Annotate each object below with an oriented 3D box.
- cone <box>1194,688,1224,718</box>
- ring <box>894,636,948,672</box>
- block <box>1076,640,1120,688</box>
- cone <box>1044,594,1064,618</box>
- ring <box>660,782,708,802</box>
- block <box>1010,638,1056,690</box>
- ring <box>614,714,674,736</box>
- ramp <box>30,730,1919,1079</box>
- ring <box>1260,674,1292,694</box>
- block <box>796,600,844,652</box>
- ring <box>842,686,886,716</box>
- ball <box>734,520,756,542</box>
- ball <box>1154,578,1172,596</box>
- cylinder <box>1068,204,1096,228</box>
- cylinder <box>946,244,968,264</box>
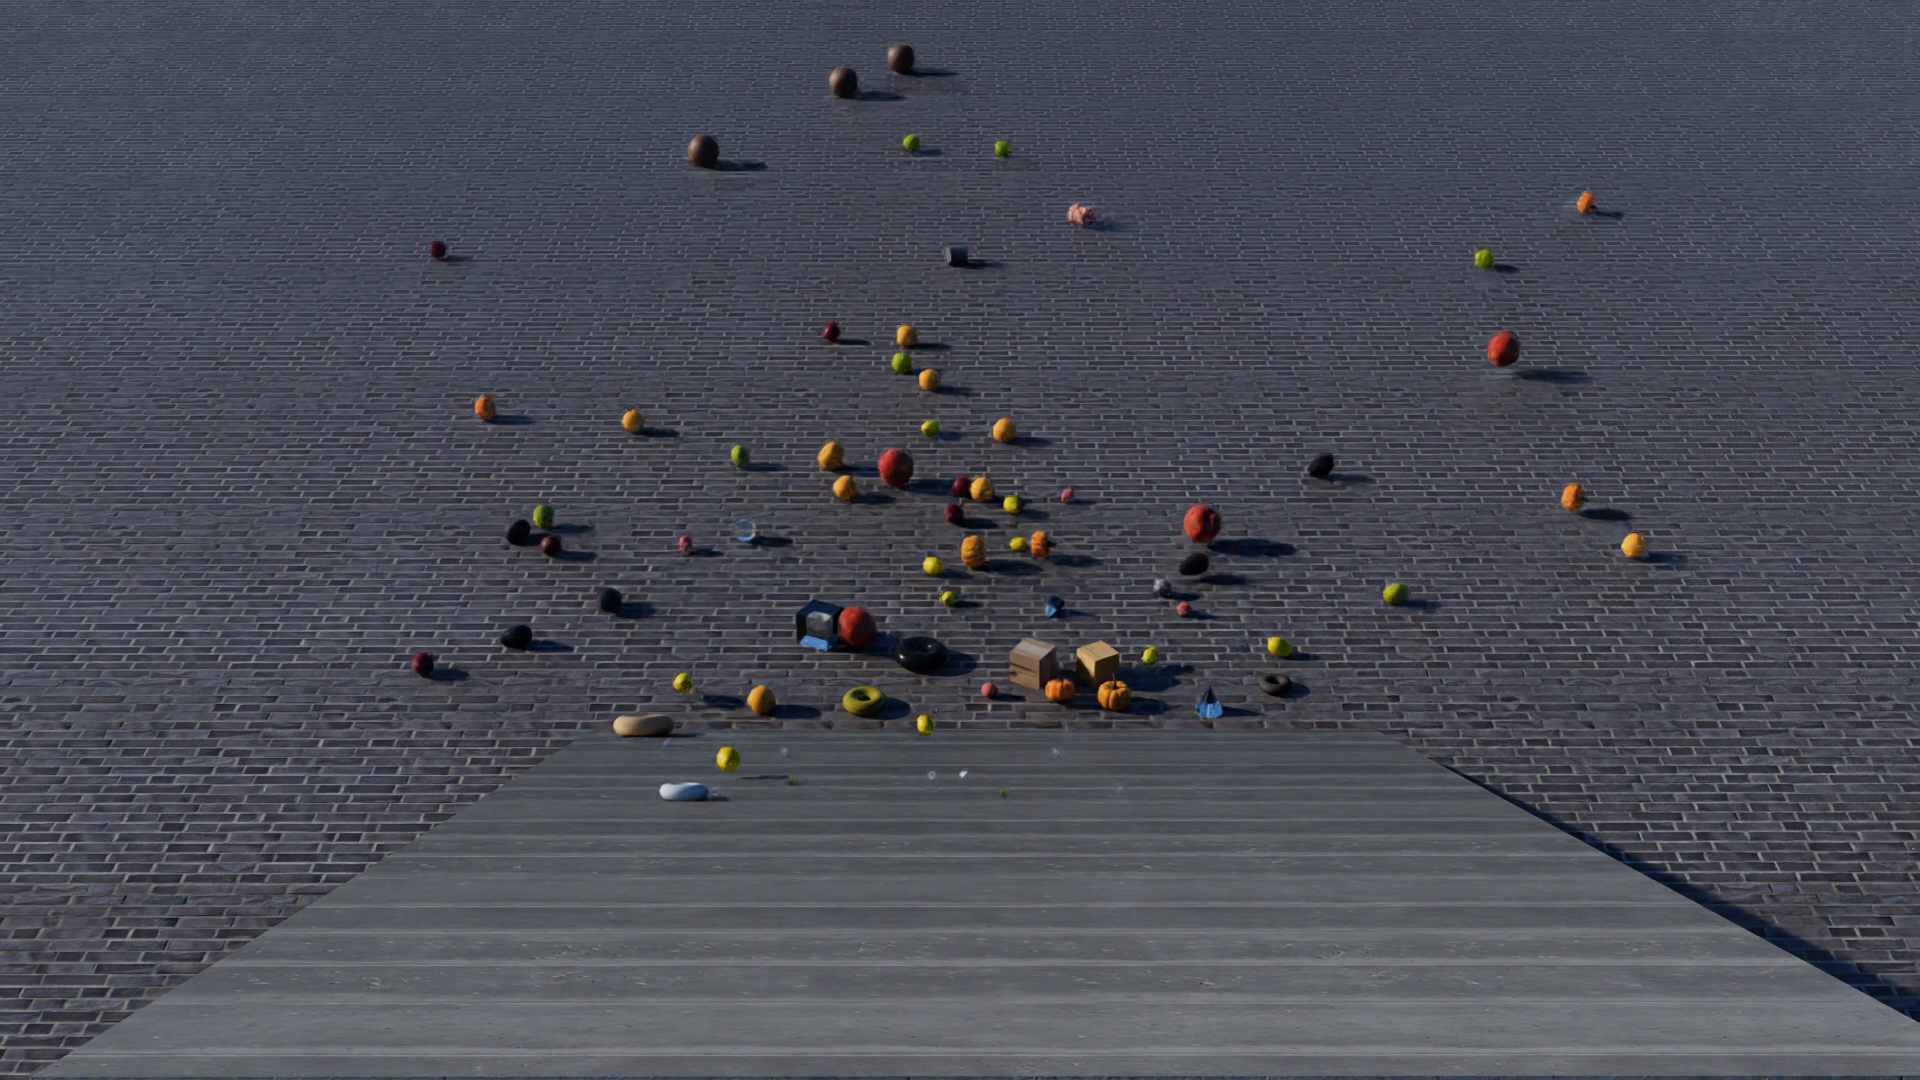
[{"bbox_3d":[0.660,0.419,6.836,0.076,0.076,0.076,0,28,0],"label":"cone"},{"bbox_3d":[-0.107,0.312,7.069,0.147,0.049,0.147,1,27,-1],"label":"ring"},{"bbox_3d":[0.372,0.335,6.988,0.082,0.082,0.082,-17,32,-29],"label":"block"},{"bbox_3d":[0.257,0.197,7.310,0.062,0.062,0.062,11,56,20],"label":"cone"},{"bbox_3d":[-0.538,0.491,5.043,0.094,0.031,0.094,1,0,0],"label":"ring"},{"bbox_3d":[0.197,0.333,6.983,0.091,0.091,0.091,15,31,27],"label":"block"},{"bbox_3d":[-0.791,0.463,6.453,0.149,0.050,0.149,0,-1,0],"label":"ring"},{"bbox_3d":[0.063,0.563,4.601,2.000,0.100,4.000,0,1,0],"label":"ramp"},{"bbox_3d":[0.848,0.388,6.946,0.088,0.029,0.088,0,26,0],"label":"ring"},{"bbox_3d":[-0.388,0.236,7.164,0.095,0.095,0.095,14,31,24],"label":"block"},{"bbox_3d":[-0.253,0.427,6.861,0.117,0.039,0.117,-1,27,1],"label":"ring"},{"bbox_3d":[-0.640,-0.028,7.699,0.066,0.066,0.066,0,28,0],"label":"ball"},{"bbox_3d":[0.580,0.137,7.402,0.050,0.050,0.050,0,28,0],"label":"ball"},{"bbox_3d":[0.473,-1.260,10.032,0.077,0.077,0.077,-25,36,-39],"label":"cylinder"},{"bbox_3d":[-0.012,-1.070,9.676,0.069,0.069,0.069,-7,29,-15],"label":"cylinder"}]
